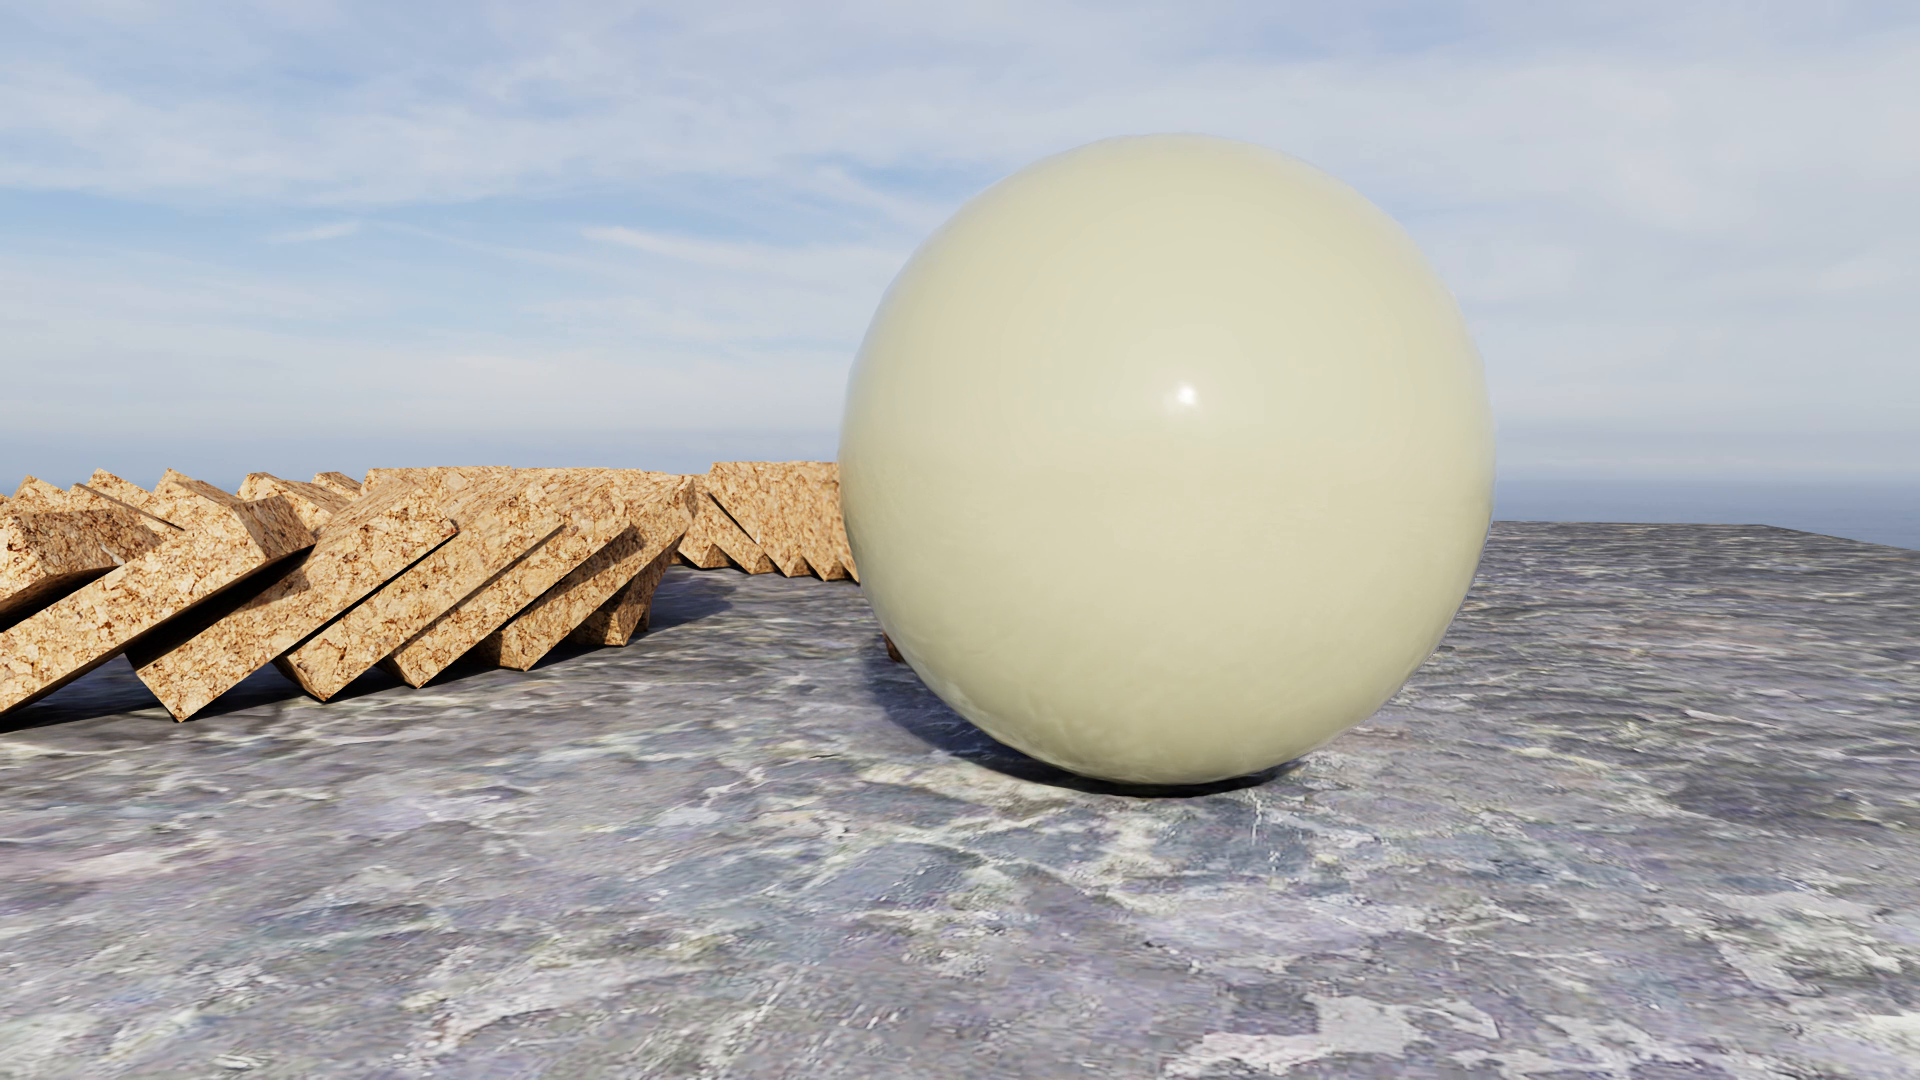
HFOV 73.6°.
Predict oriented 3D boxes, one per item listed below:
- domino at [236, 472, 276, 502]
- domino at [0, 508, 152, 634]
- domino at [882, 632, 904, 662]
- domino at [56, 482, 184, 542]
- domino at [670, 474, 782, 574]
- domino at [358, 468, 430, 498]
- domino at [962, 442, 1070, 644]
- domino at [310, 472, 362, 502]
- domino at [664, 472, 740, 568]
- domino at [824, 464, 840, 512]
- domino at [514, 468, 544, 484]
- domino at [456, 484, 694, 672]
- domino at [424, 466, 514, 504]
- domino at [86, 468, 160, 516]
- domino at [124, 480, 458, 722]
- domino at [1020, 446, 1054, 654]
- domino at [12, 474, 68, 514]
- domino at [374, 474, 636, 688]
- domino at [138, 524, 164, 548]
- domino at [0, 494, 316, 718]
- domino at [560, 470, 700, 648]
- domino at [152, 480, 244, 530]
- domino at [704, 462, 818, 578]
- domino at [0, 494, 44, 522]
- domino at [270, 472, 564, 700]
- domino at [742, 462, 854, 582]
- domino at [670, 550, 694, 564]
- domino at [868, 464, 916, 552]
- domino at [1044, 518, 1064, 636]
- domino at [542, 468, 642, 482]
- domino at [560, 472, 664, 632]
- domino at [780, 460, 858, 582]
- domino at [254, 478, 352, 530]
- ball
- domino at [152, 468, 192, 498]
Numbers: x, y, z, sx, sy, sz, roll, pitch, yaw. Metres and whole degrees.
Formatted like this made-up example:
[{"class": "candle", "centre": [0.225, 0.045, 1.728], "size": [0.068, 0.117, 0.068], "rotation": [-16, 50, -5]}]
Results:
[{"class": "domino", "centre": [-0.218, -0.007, 0.439], "size": [0.050, 0.009, 0.025], "rotation": [29, -5, -17]}, {"class": "domino", "centre": [-0.151, 0.012, 0.192], "size": [0.050, 0.009, 0.025], "rotation": [-29, 4, 2]}, {"class": "domino", "centre": [0.001, 0.002, 0.261], "size": [0.025, 0.050, 0.010], "rotation": [1, -40, 10]}, {"class": "domino", "centre": [-0.203, 0.001, 0.330], "size": [0.050, 0.009, 0.025], "rotation": [31, -13, -30]}, {"class": "domino", "centre": [-0.076, -0.006, 0.437], "size": [0.050, 0.010, 0.025], "rotation": [36, 24, 30]}, {"class": "domino", "centre": [-0.141, -0.002, 0.358], "size": [0.050, 0.009, 0.025], "rotation": [38, 19, 20]}, {"class": "domino", "centre": [0.009, 0.000, 0.287], "size": [0.025, 0.050, 0.009], "rotation": [3, -40, 12]}, {"class": "domino", "centre": [-0.199, -0.007, 0.446], "size": [0.050, 0.010, 0.025], "rotation": [29, -2, -12]}, {"class": "domino", "centre": [-0.097, -0.008, 0.448], "size": [0.050, 0.009, 0.025], "rotation": [34, 17, 25]}, {"class": "domino", "centre": [-0.020, -0.005, 0.392], "size": [0.025, 0.010, 0.050], "rotation": [-2, 39, -35]}, {"class": "domino", "centre": [-0.102, -0.001, 0.340], "size": [0.025, 0.010, 0.050], "rotation": [-2, 39, -25]}, {"class": "domino", "centre": [-0.081, 0.006, 0.261], "size": [0.025, 0.009, 0.050], "rotation": [3, 36, 35]}, {"class": "domino", "centre": [-0.123, -0.002, 0.351], "size": [0.050, 0.009, 0.025], "rotation": [42, 26, 26]}, {"class": "domino", "centre": [-0.255, -0.006, 0.415], "size": [0.050, 0.010, 0.025], "rotation": [34, -17, -31]}, {"class": "domino", "centre": [-0.112, 0.008, 0.215], "size": [0.050, 0.010, 0.025], "rotation": [-41, 27, -27]}, {"class": "domino", "centre": [0.005, 0.001, 0.274], "size": [0.025, 0.050, 0.010], "rotation": [1, -40, 10]}, {"class": "domino", "centre": [-0.268, -0.004, 0.403], "size": [0.050, 0.009, 0.025], "rotation": [34, -17, -35]}, {"class": "domino", "centre": [-0.088, 0.006, 0.243], "size": [0.025, 0.010, 0.050], "rotation": [8, 42, 48]}, {"class": "domino", "centre": [-0.193, 0.010, 0.278], "size": [0.025, 0.010, 0.050], "rotation": [-42, 11, -6]}, {"class": "domino", "centre": [-0.129, 0.011, 0.199], "size": [0.050, 0.010, 0.025], "rotation": [-31, 11, -7]}, {"class": "domino", "centre": [-0.079, 0.003, 0.287], "size": [0.025, 0.009, 0.050], "rotation": [4, 37, 8]}, {"class": "domino", "centre": [-0.187, 0.000, 0.348], "size": [0.050, 0.009, 0.025], "rotation": [29, -4, -15]}, {"class": "domino", "centre": [-0.060, -0.008, 0.427], "size": [0.050, 0.009, 0.025], "rotation": [44, 28, 28]}, {"class": "domino", "centre": [-0.279, -0.003, 0.383], "size": [0.025, 0.010, 0.050], "rotation": [2, -26, 36]}, {"class": "domino", "centre": [-0.098, 0.007, 0.229], "size": [0.025, 0.009, 0.050], "rotation": [7, 42, 48]}, {"class": "domino", "centre": [-0.046, -0.007, 0.416], "size": [0.025, 0.010, 0.050], "rotation": [-4, 41, -47]}, {"class": "domino", "centre": [-0.117, -0.009, 0.455], "size": [0.050, 0.009, 0.025], "rotation": [33, 13, 20]}, {"class": "domino", "centre": [-0.008, -0.004, 0.379], "size": [0.025, 0.010, 0.050], "rotation": [2, 36, -26]}, {"class": "domino", "centre": [0.011, -0.001, 0.300], "size": [0.025, 0.050, 0.009], "rotation": [1, -40, 10]}, {"class": "domino", "centre": [-0.092, 0.000, 0.324], "size": [0.025, 0.010, 0.050], "rotation": [-1, 38, -16]}, {"class": "domino", "centre": [-0.085, 0.002, 0.306], "size": [0.025, 0.009, 0.050], "rotation": [-1, 38, -7]}, {"class": "domino", "centre": [-0.034, -0.007, 0.406], "size": [0.025, 0.009, 0.050], "rotation": [-1, 38, -44]}, {"class": "domino", "centre": [-0.168, -0.001, 0.359], "size": [0.050, 0.010, 0.025], "rotation": [27, 1, 7]}, {"class": "ball", "centre": [0.025, -0.010, 0.162], "size": [0.080, 0.080, 0.080], "rotation": [0, 4, 0]}, {"class": "domino", "centre": [-0.239, -0.007, 0.427], "size": [0.050, 0.009, 0.025], "rotation": [31, -13, -23]}]
